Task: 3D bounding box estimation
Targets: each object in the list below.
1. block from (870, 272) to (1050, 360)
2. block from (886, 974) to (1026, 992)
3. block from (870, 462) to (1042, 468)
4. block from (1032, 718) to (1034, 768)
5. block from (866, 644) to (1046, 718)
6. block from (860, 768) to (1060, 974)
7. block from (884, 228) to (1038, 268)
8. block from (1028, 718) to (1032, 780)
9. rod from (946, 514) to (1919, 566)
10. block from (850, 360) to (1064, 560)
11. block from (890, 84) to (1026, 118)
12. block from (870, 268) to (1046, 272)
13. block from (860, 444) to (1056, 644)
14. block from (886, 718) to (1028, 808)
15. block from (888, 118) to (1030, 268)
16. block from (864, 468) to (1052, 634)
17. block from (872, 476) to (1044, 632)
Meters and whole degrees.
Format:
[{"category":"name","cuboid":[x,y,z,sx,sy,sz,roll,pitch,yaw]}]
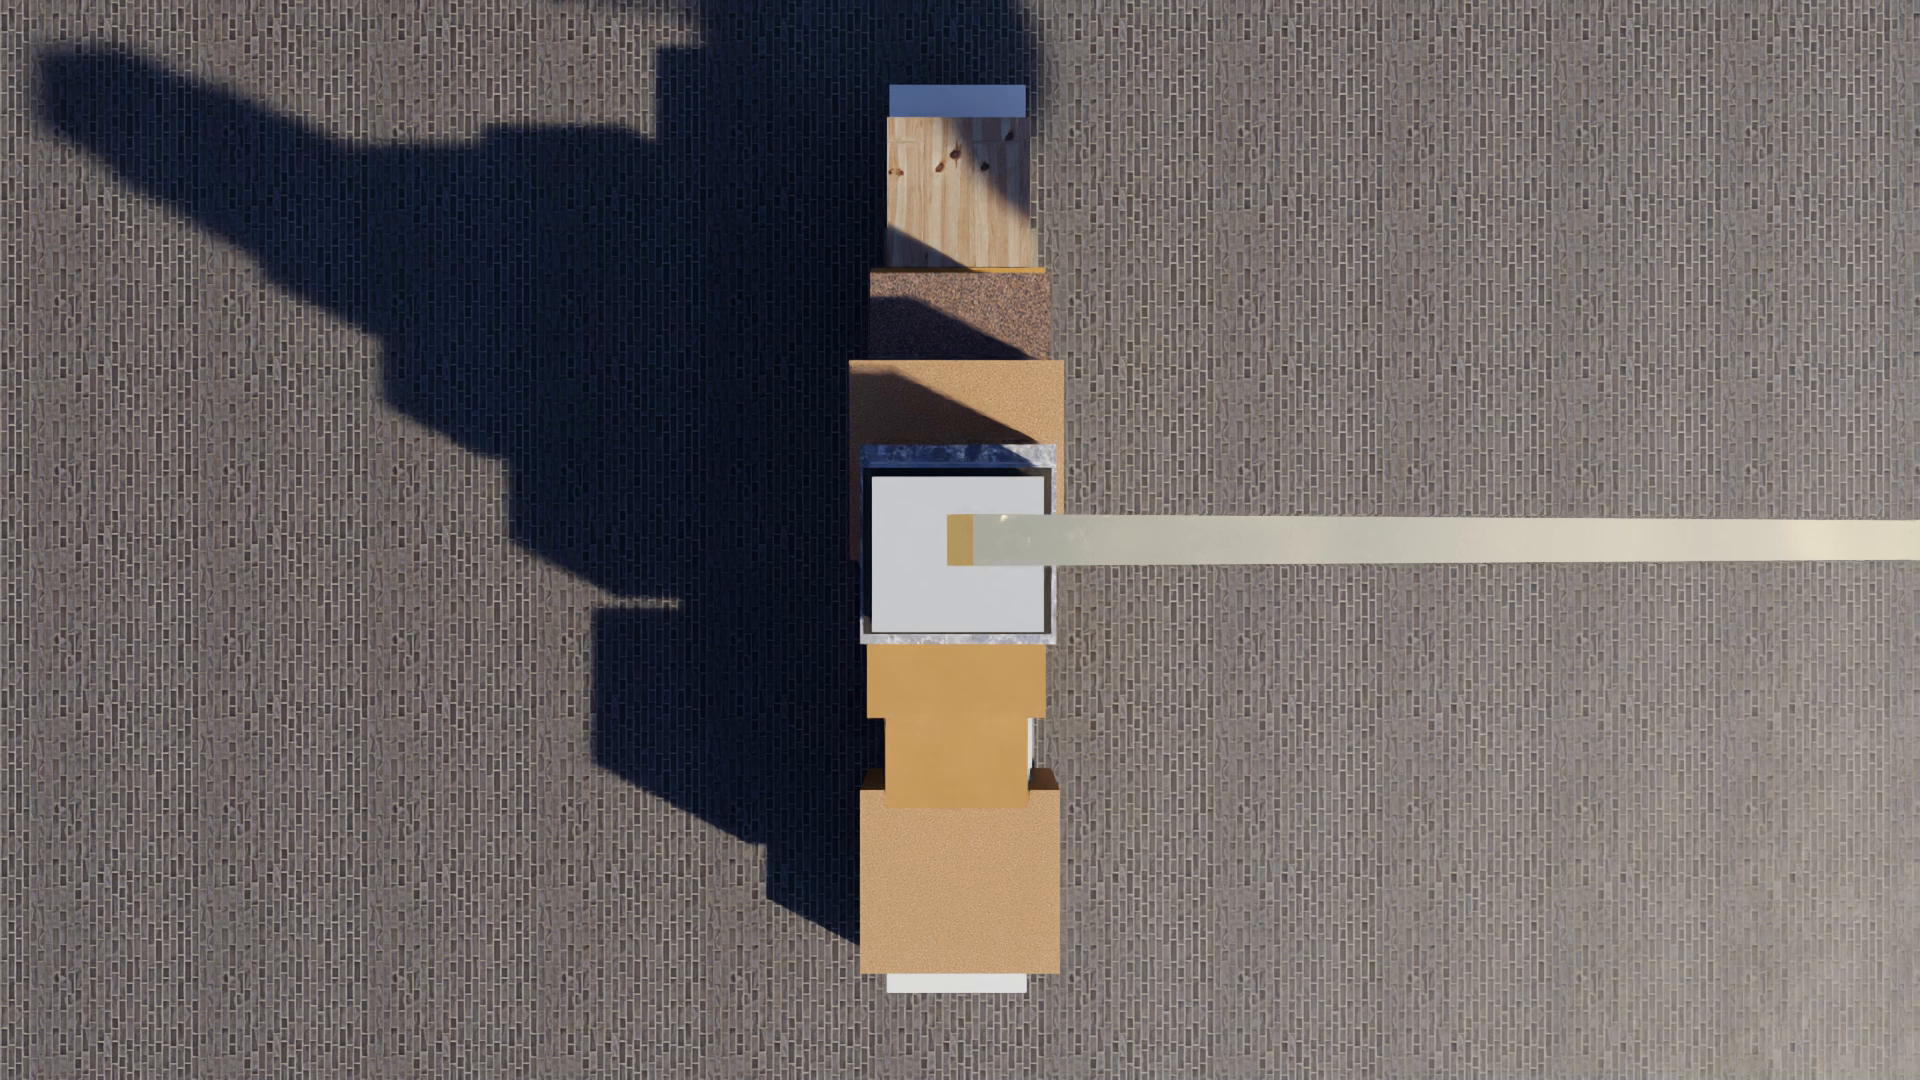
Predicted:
[{"category":"block","cuboid":[0.001,-0.844,10.674,0.841,0.871,0.764,0,87,0]},{"category":"block","cuboid":[-0.018,2.103,12.572,0.771,0.855,0.794,0,90,0]},{"category":"block","cuboid":[-0.017,0.023,8.434,0.641,0.543,0.641,0,91,0]},{"category":"block","cuboid":[0.001,1.308,12.583,0.821,0.835,0.775,0,90,0]},{"category":"block","cuboid":[-0.016,0.440,9.884,0.774,0.716,0.655,0,91,0]},{"category":"block","cuboid":[0.000,1.722,11.609,1.007,1.071,0.924,0,90,0]},{"category":"block","cuboid":[0.003,-1.300,12.635,0.856,0.730,0.877,0,90,0]},{"category":"block","cuboid":[0.019,0.863,11.799,0.715,0.617,0.773,0,90,0]},{"category":"rod","cuboid":[2.234,0.000,4.748,5.200,0.080,0.080,0,90,-31]},{"category":"block","cuboid":[-0.015,-0.357,9.850,0.924,0.751,0.862,0,92,0]},{"category":"block","cuboid":[-0.013,-2.124,12.535,0.748,0.930,0.751,0,90,0]},{"category":"block","cuboid":[-0.010,-0.970,11.731,0.904,0.744,0.868,0,89,0]},{"category":"block","cuboid":[-0.007,0.004,9.100,0.778,0.776,0.790,0,92,0]},{"category":"block","cuboid":[-0.017,0.844,10.745,0.672,0.768,0.784,0,96,0]},{"category":"block","cuboid":[-0.007,-1.797,11.716,0.739,0.707,0.775,0,90,0]},{"category":"block","cuboid":[-0.009,0.033,7.887,0.652,0.550,0.579,0,91,0]},{"category":"block","cuboid":[-0.007,0.041,7.324,0.549,0.575,0.497,0,91,0]}]
